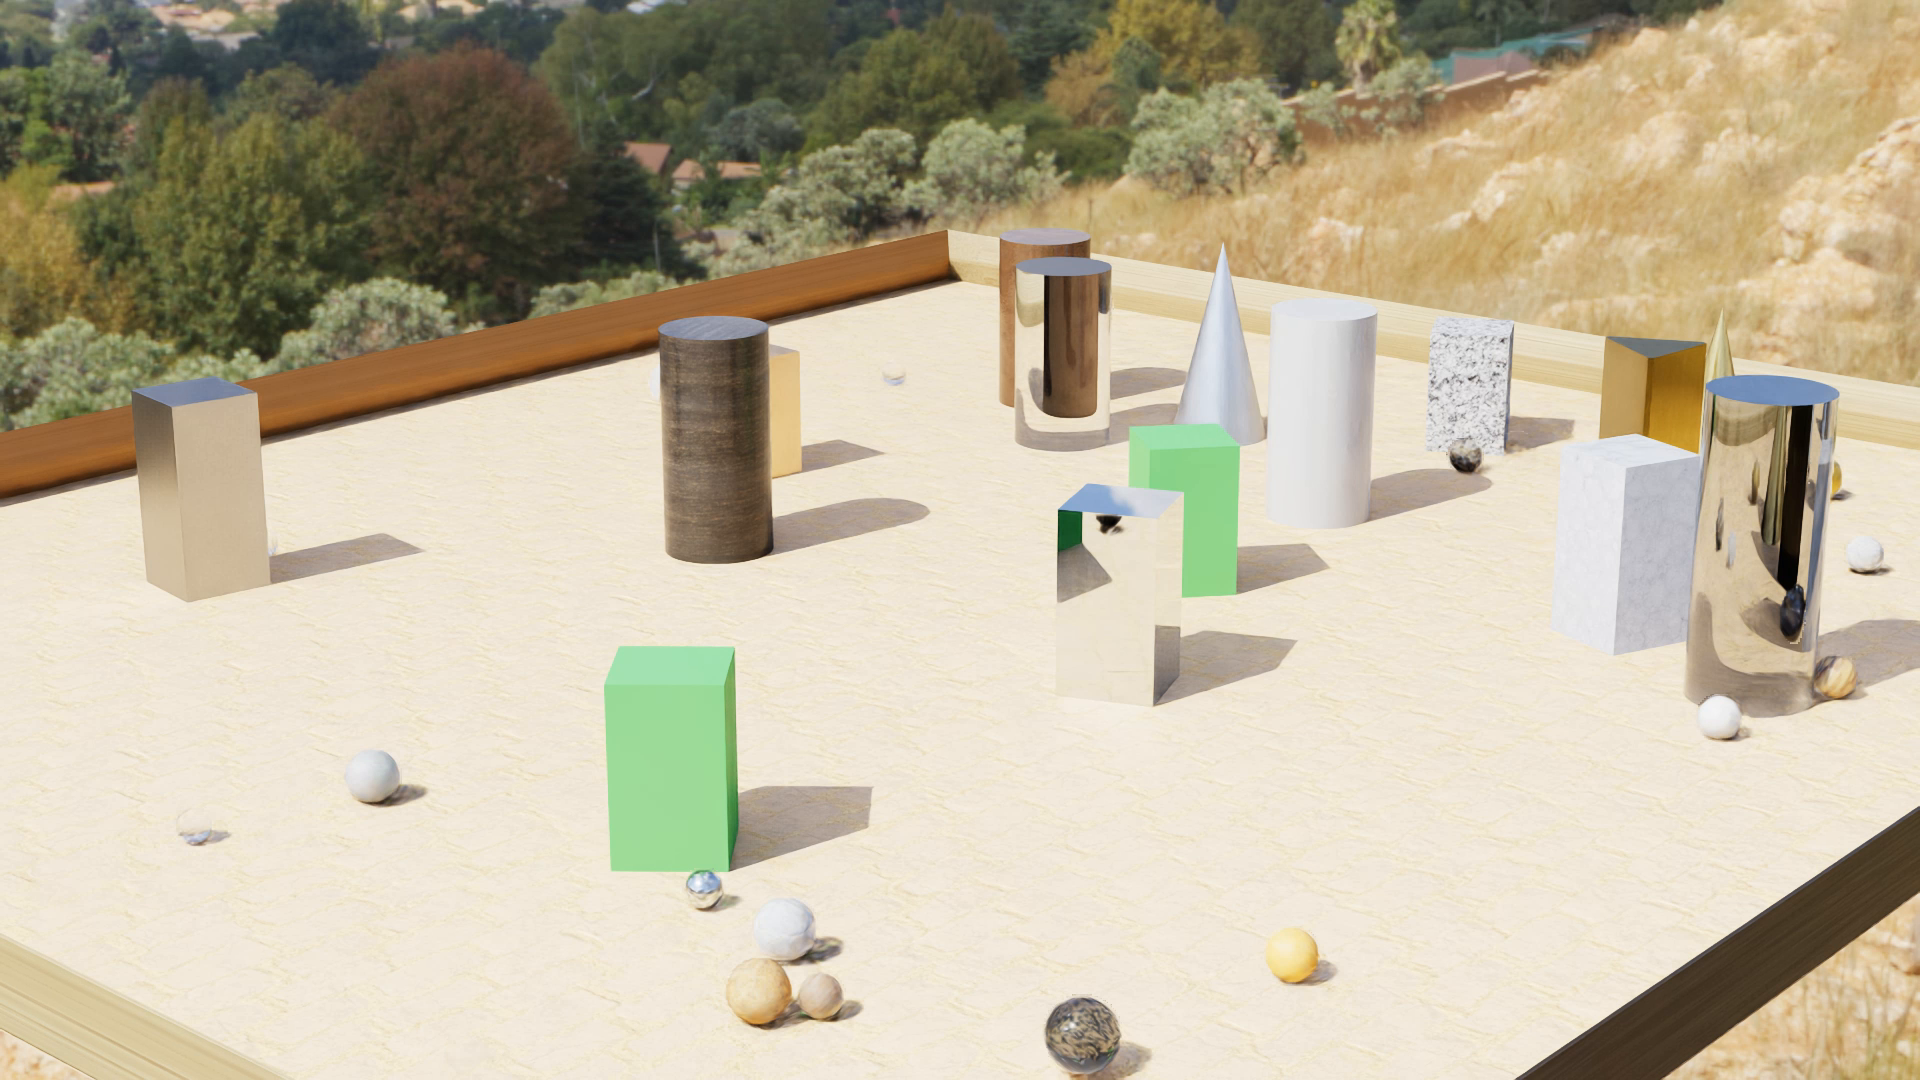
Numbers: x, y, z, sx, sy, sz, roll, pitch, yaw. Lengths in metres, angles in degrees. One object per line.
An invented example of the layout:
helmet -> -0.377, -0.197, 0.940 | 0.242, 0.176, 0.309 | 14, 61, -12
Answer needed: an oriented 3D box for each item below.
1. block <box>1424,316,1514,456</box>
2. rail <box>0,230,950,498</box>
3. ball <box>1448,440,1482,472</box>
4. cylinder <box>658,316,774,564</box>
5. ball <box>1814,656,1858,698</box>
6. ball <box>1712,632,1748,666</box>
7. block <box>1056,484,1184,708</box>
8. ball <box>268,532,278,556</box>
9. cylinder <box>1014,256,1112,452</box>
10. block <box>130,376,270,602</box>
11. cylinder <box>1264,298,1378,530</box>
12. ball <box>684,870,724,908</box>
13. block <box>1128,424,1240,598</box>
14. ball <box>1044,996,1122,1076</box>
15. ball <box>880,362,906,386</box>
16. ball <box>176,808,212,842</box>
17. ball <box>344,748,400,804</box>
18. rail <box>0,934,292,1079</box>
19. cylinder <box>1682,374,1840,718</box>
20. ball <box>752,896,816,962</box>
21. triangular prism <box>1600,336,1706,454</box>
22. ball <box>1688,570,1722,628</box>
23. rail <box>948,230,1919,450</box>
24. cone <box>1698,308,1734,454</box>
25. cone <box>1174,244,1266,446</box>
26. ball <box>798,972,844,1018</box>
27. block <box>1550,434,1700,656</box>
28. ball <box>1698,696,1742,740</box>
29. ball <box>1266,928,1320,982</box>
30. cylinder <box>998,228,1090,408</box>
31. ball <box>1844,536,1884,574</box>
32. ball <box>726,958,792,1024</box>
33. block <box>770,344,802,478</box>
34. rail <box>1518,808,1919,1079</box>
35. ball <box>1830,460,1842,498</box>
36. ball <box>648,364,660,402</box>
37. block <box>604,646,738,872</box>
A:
block -> 1.059, -0.321, 6.087 | 0.160, 0.251, 0.160 | 4, 17, 13
rail -> -1.351, -0.306, 6.243 | 0.045, 0.130, 4.077 | 14, 22, 39
ball -> 1.018, -0.169, 5.900 | 0.068, 0.068, 0.068 | 0, 17, 0
cylinder -> -0.444, -0.183, 5.345 | 0.199, 0.415, 0.199 | 0, 17, 0
ball -> 1.380, 0.215, 4.623 | 0.067, 0.067, 0.067 | 0, 17, 0
ball -> 1.251, 0.179, 4.767 | 0.055, 0.055, 0.055 | 0, 17, 0
block -> 0.253, 0.085, 4.640 | 0.160, 0.307, 0.160 | 6, 18, 18
ball -> -1.267, 0.007, 5.341 | 0.047, 0.047, 0.047 | 0, 17, 0
cylinder -> 0.214, -0.388, 6.102 | 0.199, 0.370, 0.199 | 0, 17, 0
block -> -1.333, -0.091, 5.150 | 0.160, 0.351, 0.160 | -14, 22, -38
cylinder -> 0.684, -0.241, 5.561 | 0.199, 0.401, 0.199 | 0, 17, 0
ball -> -0.336, 0.458, 3.847 | 0.051, 0.051, 0.051 | 0, 17, 0
block -> 0.392, -0.052, 5.159 | 0.160, 0.270, 0.160 | -3, 17, -9
ball -> 0.142, 0.574, 3.395 | 0.090, 0.090, 0.090 | 0, 17, 0
ball -> -0.150, -0.374, 6.600 | 0.057, 0.057, 0.057 | 0, 17, 0
ball -> -1.061, 0.395, 4.060 | 0.049, 0.049, 0.049 | 0, 17, 0
ball -> -0.842, 0.338, 4.199 | 0.078, 0.078, 0.078 | 0, 17, 0
rail -> -1.321, 0.471, 3.663 | 3.626, 0.130, 0.045 | 14, 22, 39
cylinder -> 1.245, 0.008, 4.566 | 0.199, 0.498, 0.199 | 0, 17, 0
ball -> -0.221, 0.490, 3.690 | 0.081, 0.081, 0.081 | 0, 17, 0
triangular prism -> 1.208, -0.152, 5.250 | 0.173, 0.410, 0.150 | -16, 23, -42
ball -> 1.236, 0.100, 4.953 | 0.098, 0.098, 0.098 | 0, 17, 0
rail -> 1.321, -0.406, 6.577 | 3.626, 0.130, 0.045 | 14, 22, 39
cone -> 1.427, -0.240, 5.543 | 0.199, 0.409, 0.199 | 0, 17, 0
cone -> 0.545, -0.420, 6.130 | 0.199, 0.414, 0.199 | 0, 17, 0
ball -> -0.168, 0.550, 3.535 | 0.055, 0.055, 0.055 | 0, 17, 0
block -> 1.106, 0.006, 4.879 | 0.160, 0.321, 0.160 | -9, 19, -27
ball -> 1.152, 0.270, 4.447 | 0.066, 0.066, 0.066 | 0, 17, 0
ball -> 0.412, 0.514, 3.633 | 0.066, 0.066, 0.066 | 0, 17, 0
cylinder -> 0.185, -0.485, 6.432 | 0.199, 0.367, 0.199 | 0, 17, 0
ball -> 1.620, 0.026, 5.252 | 0.068, 0.068, 0.068 | 0, 17, 0
ball -> -0.242, 0.541, 3.521 | 0.079, 0.079, 0.079 | 0, 17, 0
block -> -0.432, -0.258, 5.880 | 0.160, 0.249, 0.160 | -15, 22, -41
rail -> 1.351, 0.371, 3.996 | 0.045, 0.130, 4.077 | 14, 22, 39
ball -> 1.672, -0.122, 5.706 | 0.089, 0.089, 0.089 | 0, 17, 0
ball -> -0.633, -0.345, 6.427 | 0.100, 0.100, 0.100 | 0, 17, 0
block -> -0.391, 0.298, 4.003 | 0.160, 0.268, 0.160 | 0, 17, 1
